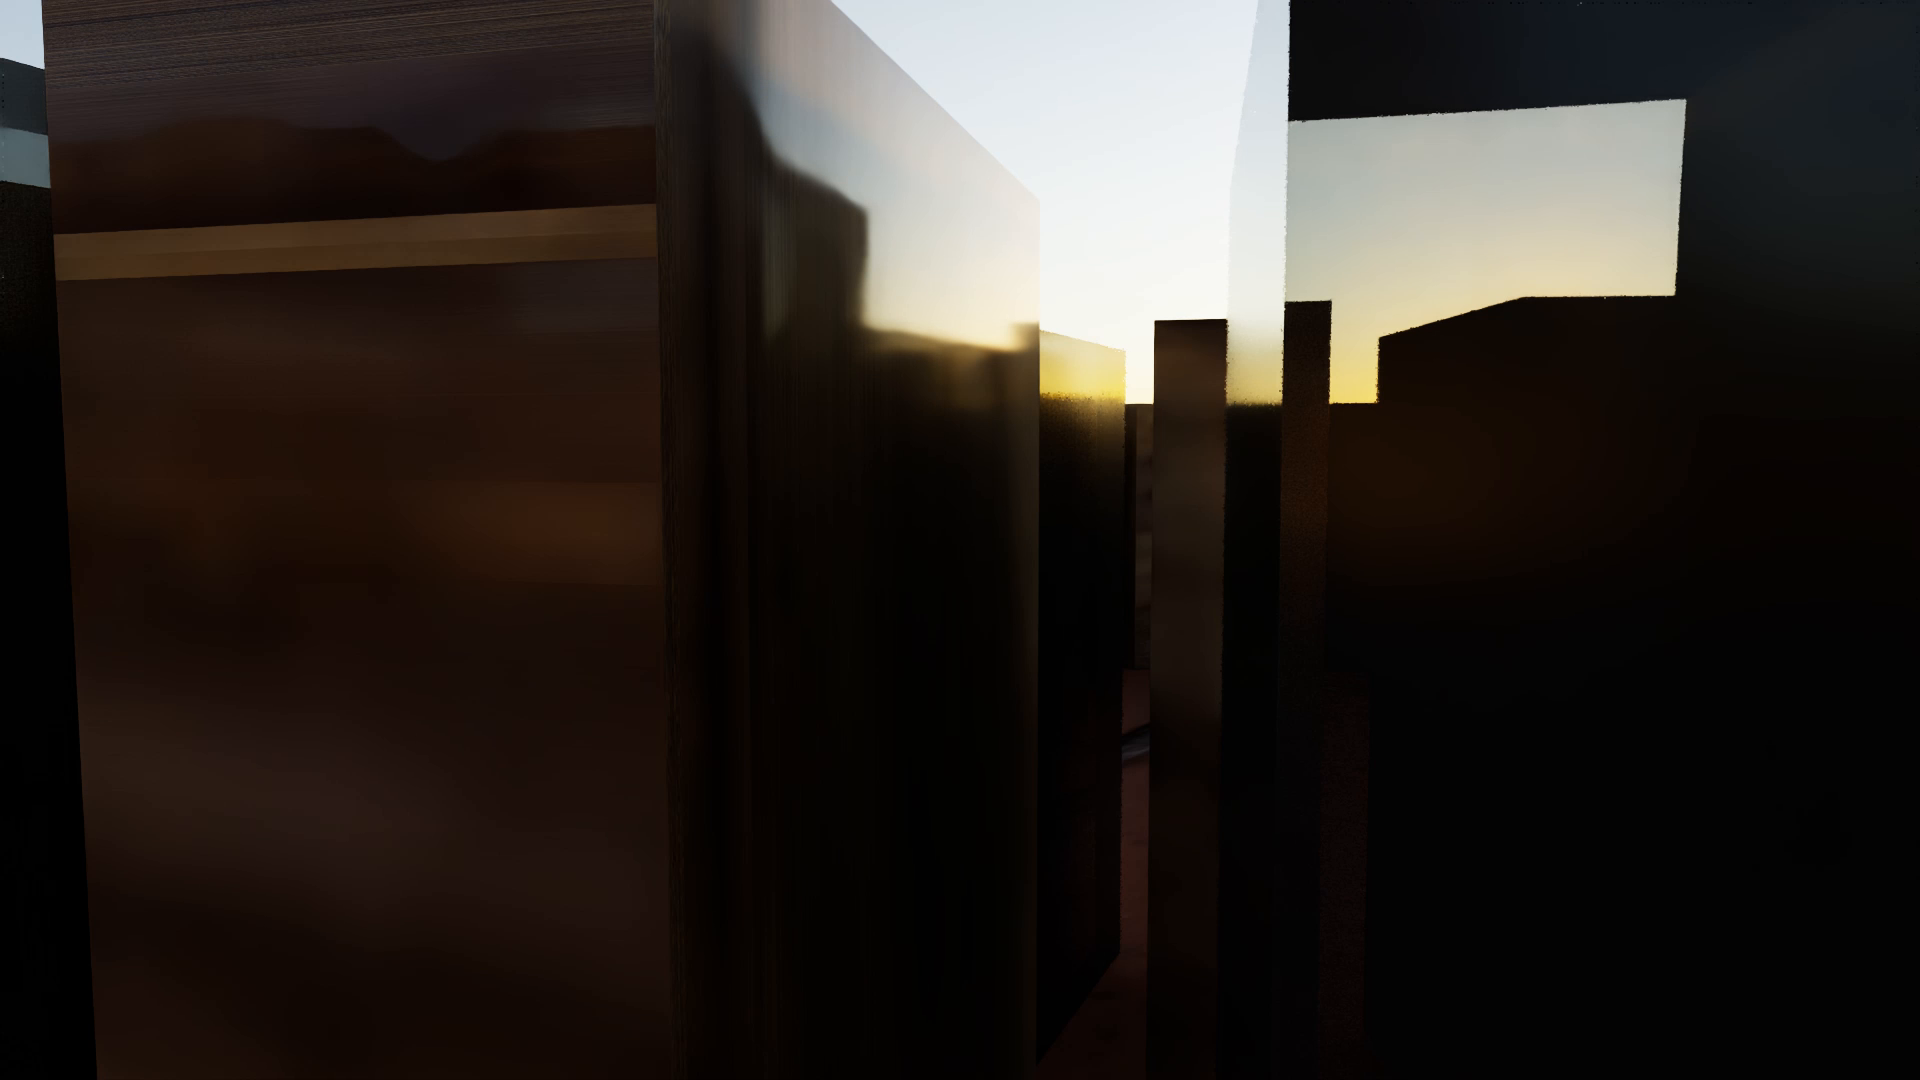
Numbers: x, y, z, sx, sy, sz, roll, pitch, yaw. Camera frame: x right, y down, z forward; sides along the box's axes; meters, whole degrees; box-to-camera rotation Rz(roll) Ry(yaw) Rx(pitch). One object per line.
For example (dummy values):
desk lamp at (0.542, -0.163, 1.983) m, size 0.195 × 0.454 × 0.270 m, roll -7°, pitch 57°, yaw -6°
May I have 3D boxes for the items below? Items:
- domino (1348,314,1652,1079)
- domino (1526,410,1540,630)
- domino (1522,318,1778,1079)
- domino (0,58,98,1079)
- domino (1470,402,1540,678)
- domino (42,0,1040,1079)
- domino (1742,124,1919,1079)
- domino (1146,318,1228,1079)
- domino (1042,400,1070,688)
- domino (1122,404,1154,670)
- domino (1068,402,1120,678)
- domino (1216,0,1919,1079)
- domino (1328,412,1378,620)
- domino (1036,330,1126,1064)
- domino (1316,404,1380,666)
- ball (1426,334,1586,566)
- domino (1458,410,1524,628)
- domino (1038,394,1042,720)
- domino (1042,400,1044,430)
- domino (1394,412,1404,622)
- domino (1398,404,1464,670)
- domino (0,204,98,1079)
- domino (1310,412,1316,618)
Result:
domino at (0.035, 0.011, 0.088) m, size 0.010 × 0.050 × 0.025 m, roll 0°, pitch 4°, yaw 2°
domino at (0.141, -0.005, 0.299) m, size 0.010 × 0.050 × 0.025 m, roll 3°, pitch 5°, yaw 37°
domino at (0.052, 0.011, 0.089) m, size 0.009 × 0.050 × 0.025 m, roll -1°, pitch 4°, yaw -9°
domino at (-0.021, 0.015, 0.035) m, size 0.010 × 0.050 × 0.025 m, roll 1°, pitch 5°, yaw 19°
domino at (0.107, -0.001, 0.245) m, size 0.009 × 0.050 × 0.025 m, roll 3°, pitch 5°, yaw 38°
domino at (-0.005, 0.015, 0.031) m, size 0.010 × 0.050 × 0.025 m, roll 1°, pitch 4°, yaw 14°
domino at (0.027, 0.016, 0.025) m, size 0.009 × 0.050 × 0.025 m, roll 0°, pitch 4°, yaw 6°
domino at (0.020, 0.011, 0.091) m, size 0.010 × 0.050 × 0.025 m, roll 1°, pitch 4°, yaw 14°
domino at (0.007, 0.000, 0.232) m, size 0.025 × 0.050 × 0.010 m, roll 3°, pitch 5°, yaw 36°
domino at (0.031, -0.001, 0.253) m, size 0.010 × 0.050 × 0.025 m, roll -2°, pitch 5°, yaw -29°
domino at (0.018, -0.001, 0.244) m, size 0.010 × 0.050 × 0.025 m, roll -4°, pitch 6°, yaw -41°
domino at (0.011, 0.016, 0.027) m, size 0.010 × 0.050 × 0.025 m, roll 1°, pitch 4°, yaw 10°
domino at (0.098, -0.007, 0.321) m, size 0.009 × 0.050 × 0.025 m, roll 1°, pitch 4°, yaw 14°
domino at (0.004, 0.010, 0.096) m, size 0.010 × 0.050 × 0.025 m, roll 2°, pitch 5°, yaw 22°
domino at (0.078, -0.002, 0.258) m, size 0.009 × 0.050 × 0.025 m, roll 1°, pitch 4°, yaw 13°
ball at (0.200, -0.031, 0.445) m, size 0.080 × 0.080 × 0.080 m, roll 0°, pitch 4°, yaw 0°
domino at (0.128, -0.006, 0.309) m, size 0.010 × 0.050 × 0.025 m, roll 3°, pitch 5°, yaw 31°
domino at (0.000, 0.002, 0.201) m, size 0.025 × 0.050 × 0.010 m, roll 0°, pitch 4°, yaw 0°
domino at (0.001, 0.001, 0.217) m, size 0.025 × 0.050 × 0.009 m, roll 1°, pitch 4°, yaw 9°
domino at (0.114, -0.006, 0.316) m, size 0.009 × 0.050 × 0.025 m, roll 2°, pitch 5°, yaw 23°
domino at (0.093, -0.001, 0.253) m, size 0.010 × 0.050 × 0.025 m, roll 2°, pitch 5°, yaw 23°
domino at (-0.036, 0.014, 0.041) m, size 0.010 × 0.050 × 0.025 m, roll 2°, pitch 5°, yaw 24°
domino at (0.082, -0.007, 0.324) m, size 0.009 × 0.050 × 0.025 m, roll 0°, pitch 4°, yaw 6°
